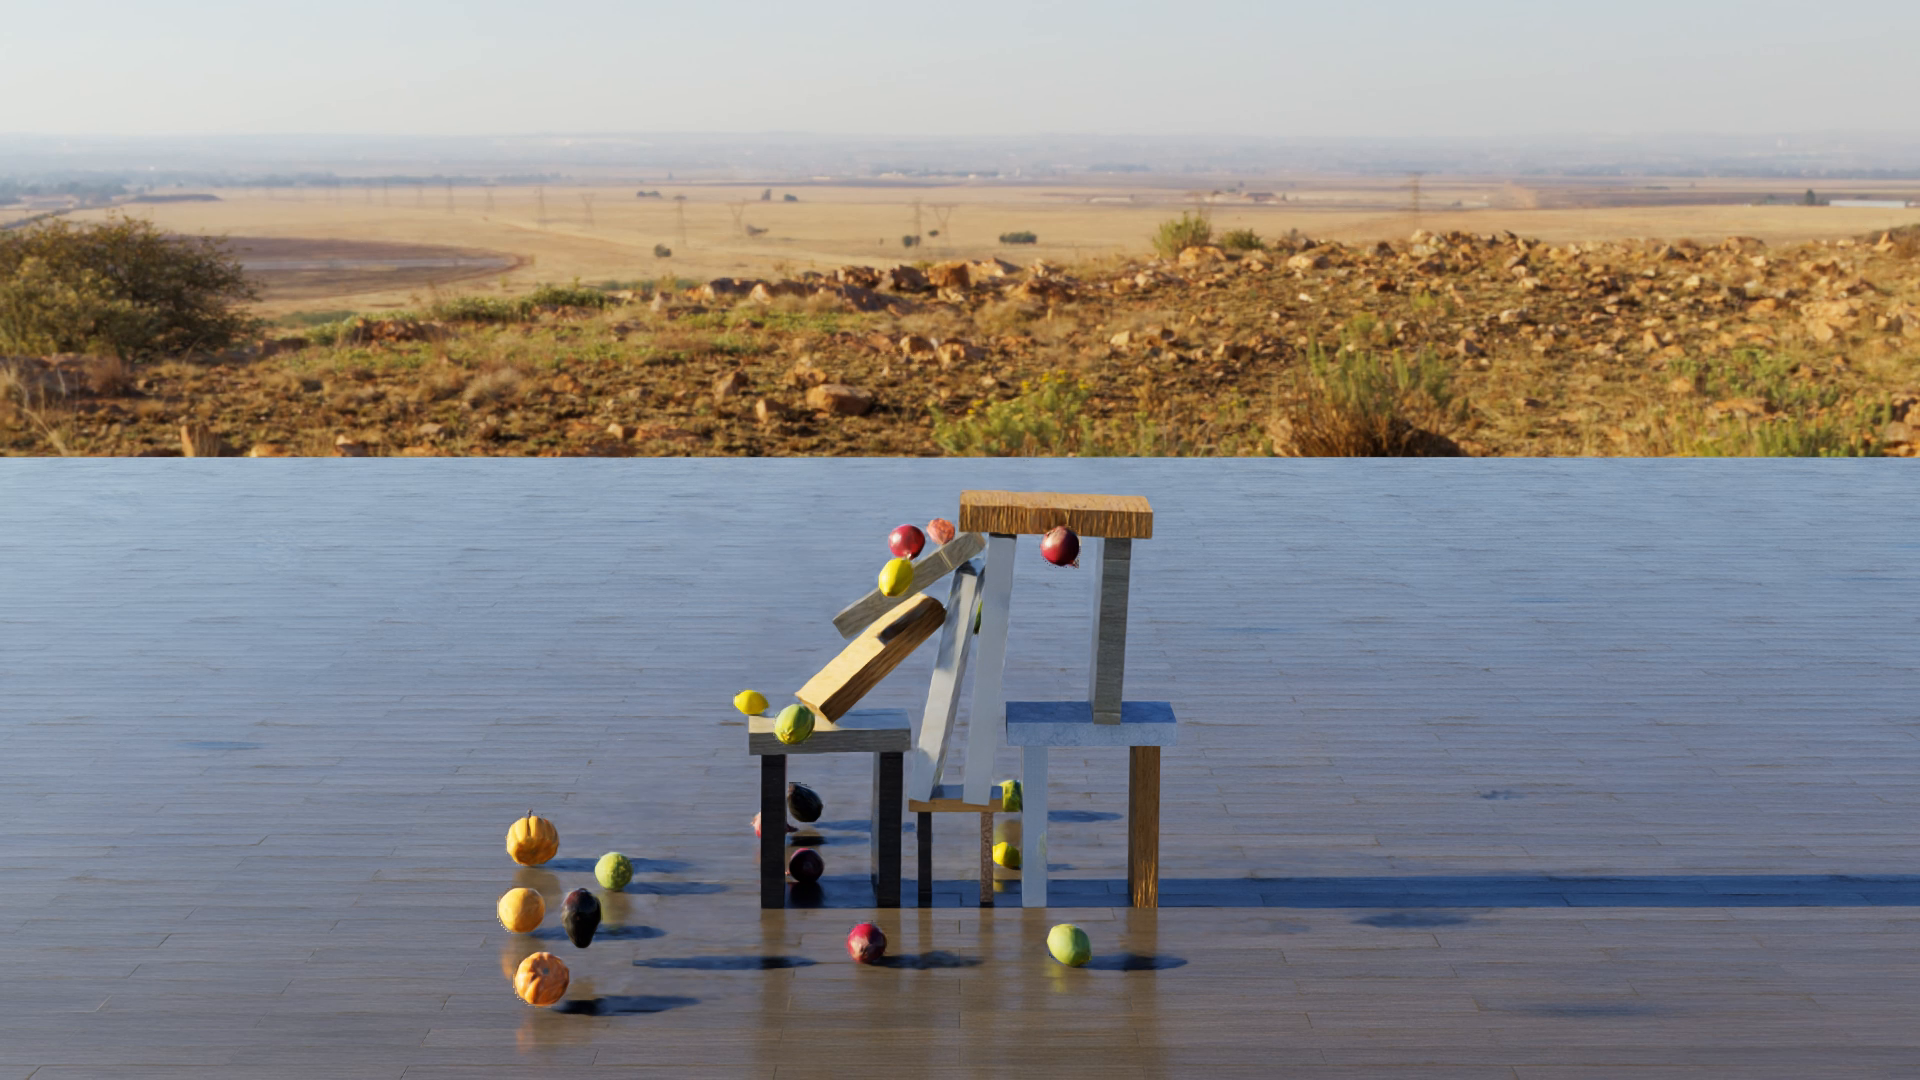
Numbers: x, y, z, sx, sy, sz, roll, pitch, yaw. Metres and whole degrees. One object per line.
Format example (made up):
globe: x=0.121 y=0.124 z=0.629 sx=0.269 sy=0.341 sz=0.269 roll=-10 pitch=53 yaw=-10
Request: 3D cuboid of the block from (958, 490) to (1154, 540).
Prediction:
block: x=0.152 y=-0.043 z=3.549 sx=0.305 sy=0.043 sz=0.153 roll=2 pitch=11 yaw=0

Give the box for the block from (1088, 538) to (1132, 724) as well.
block: x=0.243 y=0.133 z=3.581 sx=0.043 sy=0.305 sz=0.153 roll=3 pitch=11 yaw=0

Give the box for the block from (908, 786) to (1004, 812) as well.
block: x=-0.006 y=0.427 z=3.637 sx=0.155 sy=0.022 sz=0.077 roll=0 pitch=11 yaw=1

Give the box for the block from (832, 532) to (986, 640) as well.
block: x=-0.080 y=0.067 z=3.566 sx=0.264 sy=0.037 sz=0.132 roll=-33 pitch=3 yaw=6

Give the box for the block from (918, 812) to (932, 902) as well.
block: x=-0.058 y=0.514 z=3.654 sx=0.022 sy=0.155 sz=0.077 roll=0 pitch=11 yaw=0

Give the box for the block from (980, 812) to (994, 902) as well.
block: x=0.045 y=0.514 z=3.654 sx=0.022 sy=0.155 sz=0.077 roll=0 pitch=11 yaw=1

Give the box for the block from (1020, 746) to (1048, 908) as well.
block: x=0.122 y=0.455 z=3.646 sx=0.039 sy=0.274 sz=0.137 roll=0 pitch=11 yaw=0

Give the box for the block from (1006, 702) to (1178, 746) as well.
block: x=0.213 y=0.302 z=3.618 sx=0.274 sy=0.039 sz=0.137 roll=0 pitch=11 yaw=0

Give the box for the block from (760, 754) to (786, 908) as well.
block: x=-0.308 y=0.462 z=3.637 sx=0.037 sy=0.262 sz=0.131 roll=1 pitch=10 yaw=-3

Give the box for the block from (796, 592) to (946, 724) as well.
block: x=-0.145 y=0.191 z=3.637 sx=0.264 sy=0.037 sz=0.132 roll=-42 pitch=18 yaw=-12

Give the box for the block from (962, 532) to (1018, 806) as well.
block: x=0.050 y=0.199 z=3.596 sx=0.043 sy=0.441 sz=0.153 roll=6 pitch=11 yaw=2

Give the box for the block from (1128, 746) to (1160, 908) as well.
block: x=0.305 y=0.455 z=3.646 sx=0.039 sy=0.274 sz=0.137 roll=0 pitch=11 yaw=0

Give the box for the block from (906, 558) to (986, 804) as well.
block: x=-0.020 y=0.227 z=3.600 sx=0.037 sy=0.386 sz=0.132 roll=13 pitch=12 yaw=6

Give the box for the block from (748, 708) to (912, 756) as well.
block: x=-0.215 y=0.314 z=3.613 sx=0.262 sy=0.037 sz=0.131 roll=-1 pitch=10 yaw=-5

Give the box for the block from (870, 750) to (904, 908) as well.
block: x=-0.122 y=0.461 z=3.646 sx=0.037 sy=0.262 sz=0.131 roll=0 pitch=10 yaw=-7
